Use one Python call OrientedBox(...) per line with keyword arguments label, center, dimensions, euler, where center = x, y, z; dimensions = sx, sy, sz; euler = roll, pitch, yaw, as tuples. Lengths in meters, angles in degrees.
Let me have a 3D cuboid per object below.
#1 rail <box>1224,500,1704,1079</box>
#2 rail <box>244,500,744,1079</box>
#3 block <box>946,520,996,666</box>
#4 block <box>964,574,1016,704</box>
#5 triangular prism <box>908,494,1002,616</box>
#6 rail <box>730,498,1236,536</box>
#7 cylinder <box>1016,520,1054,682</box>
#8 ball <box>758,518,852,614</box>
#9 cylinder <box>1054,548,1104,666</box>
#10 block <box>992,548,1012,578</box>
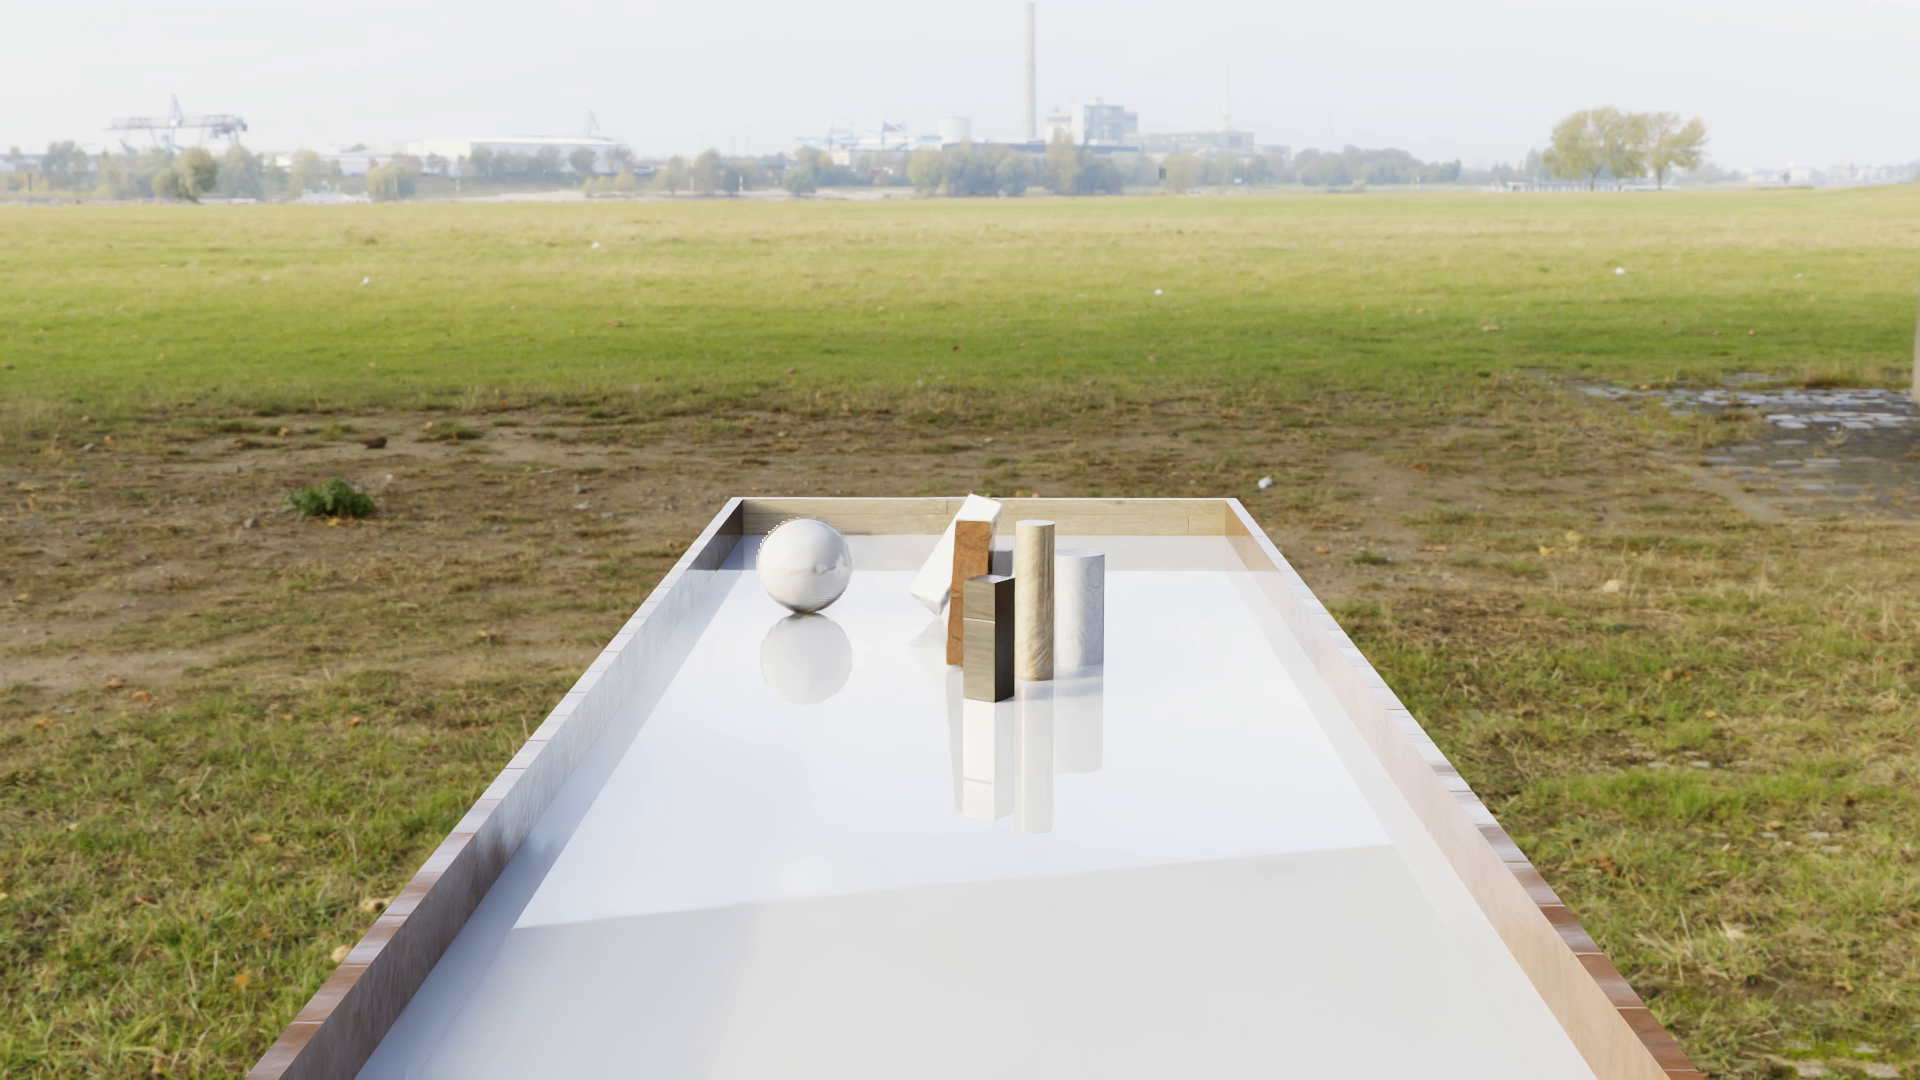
OrientedBox(label="rail", center=(1.046, 0.843, 3.208), dimensions=(0.050, 0.150, 12.000), euler=(0, 9, 1))
OrientedBox(label="rail", center=(-1.004, 0.839, 3.234), dimensions=(0.050, 0.150, 12.000), euler=(0, 9, 1))
OrientedBox(label="block", center=(0.032, 0.157, 6.594), dimensions=(0.105, 0.431, 0.105), euler=(4, 2, 9))
OrientedBox(label="block", center=(0.082, 0.276, 6.181), dimensions=(0.105, 0.341, 0.105), euler=(6, 11, 33))
OrientedBox(label="triangular prism", center=(-0.018, 0.039, 7.390), dimensions=(0.124, 0.409, 0.143), euler=(30, -18, 9))
OrientedBox(label="rail", center=(0.099, -0.098, 9.147), dimensions=(2.100, 0.150, 0.050), euler=(0, 9, 1))
OrientedBox(label="cylinder", center=(0.219, 0.176, 6.429), dimensions=(0.114, 0.459, 0.114), euler=(0, 9, 0))
OrientedBox(label="ball", center=(-0.523, 0.088, 7.439), dimensions=(0.318, 0.318, 0.318), euler=(0, 9, 0))
OrientedBox(label="cylinder", center=(0.355, 0.202, 6.668), dimensions=(0.166, 0.334, 0.166), euler=(0, 9, 0))
OrientedBox(label="block", center=(0.073, 0.190, 6.729), dimensions=(0.160, 0.321, 0.160), euler=(1, 2, 6))
